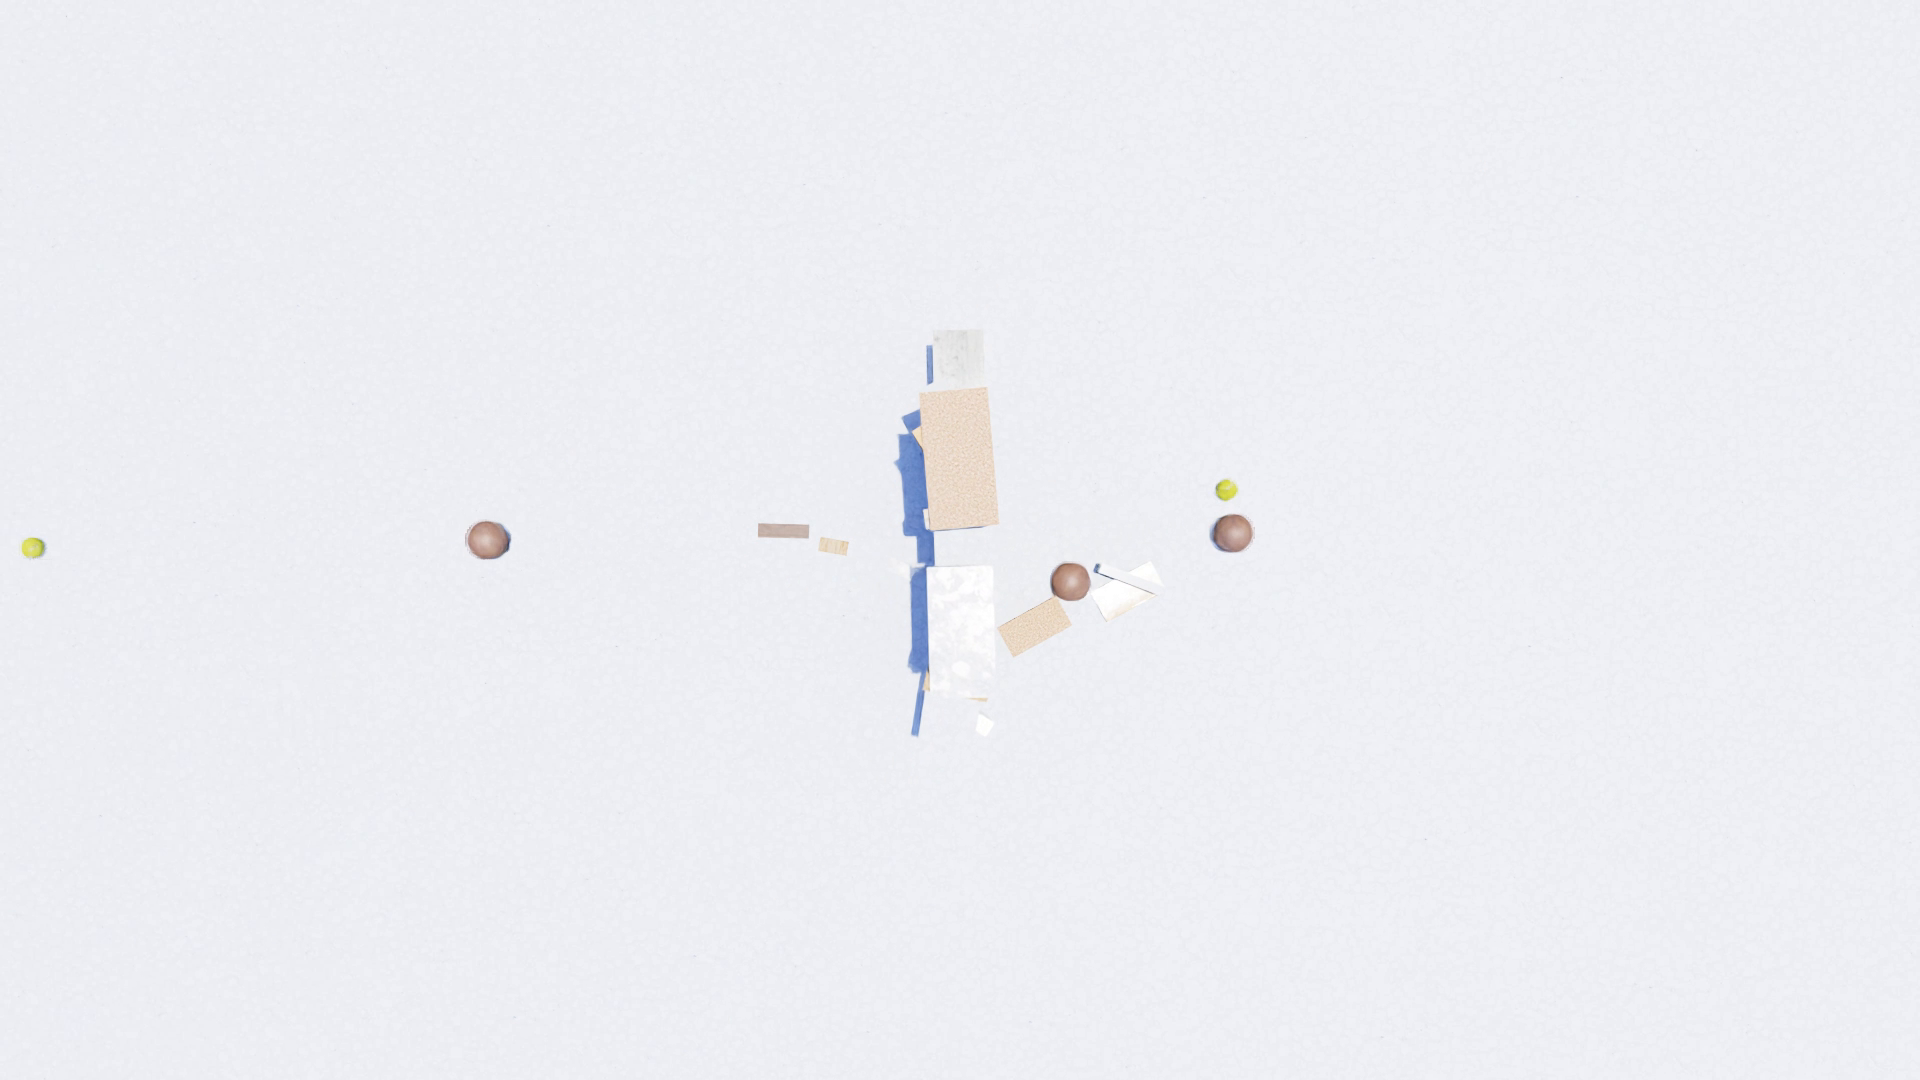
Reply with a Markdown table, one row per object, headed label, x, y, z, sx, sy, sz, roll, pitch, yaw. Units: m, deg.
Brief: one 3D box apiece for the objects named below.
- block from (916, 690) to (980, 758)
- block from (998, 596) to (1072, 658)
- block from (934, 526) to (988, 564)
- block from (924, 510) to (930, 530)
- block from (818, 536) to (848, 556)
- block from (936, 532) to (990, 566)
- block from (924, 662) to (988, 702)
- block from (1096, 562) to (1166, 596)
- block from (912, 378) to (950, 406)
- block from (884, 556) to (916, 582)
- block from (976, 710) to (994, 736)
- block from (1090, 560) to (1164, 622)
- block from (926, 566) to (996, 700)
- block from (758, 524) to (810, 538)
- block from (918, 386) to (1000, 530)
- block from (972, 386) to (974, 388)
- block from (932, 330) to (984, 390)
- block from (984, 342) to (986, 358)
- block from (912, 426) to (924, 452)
| label | x | y | z | sx | sy | sz | roll | pitch | yaw |
| --- | --- | --- | --- | --- | --- | --- | --- | --- | --- |
| block | -0.022 | 0.493 | 5.126 | 0.174 | 0.049 | 0.347 | 9 | 90 | 0 |
| block | 0.248 | 0.288 | 5.484 | 0.223 | 0.032 | 0.112 | -29 | 90 | 0 |
| block | 0.000 | -0.079 | 4.558 | 0.145 | 0.041 | 0.291 | -2 | 90 | 0 |
| block | -0.004 | -0.065 | 4.363 | 0.174 | 0.347 | 0.049 | -9 | 90 | 0 |
| block | -0.422 | 0.021 | 5.493 | 0.095 | 0.014 | 0.048 | 10 | 90 | 0 |
| block | 0.008 | 0.136 | 4.892 | 0.162 | 0.046 | 0.323 | 0 | 90 | 0 |
| block | -0.006 | 0.392 | 4.806 | 0.178 | 0.591 | 0.050 | 11 | 92 | 0 |
| block | 0.562 | 0.130 | 5.413 | 0.223 | 0.112 | 0.032 | 21 | 90 | 0 |
| block | -0.044 | -0.349 | 4.701 | 0.102 | 0.029 | 0.204 | -26 | 90 | 0 |
| block | -0.197 | 0.095 | 5.493 | 0.095 | 0.014 | 0.048 | 25 | 90 | 0 |
| block | 0.016 | 0.554 | 5.325 | 0.174 | 0.347 | 0.049 | 32 | 88 | 0 |
| block | 0.560 | 0.171 | 5.484 | 0.223 | 0.032 | 0.112 | -28 | 90 | 0 |
| block | 0.004 | 0.250 | 4.486 | 0.178 | 0.050 | 0.356 | -2 | 90 | 0 |
| block | -0.587 | -0.030 | 5.493 | 0.170 | 0.014 | 0.048 | 1 | 90 | 0 |
| block | -0.002 | -0.204 | 4.165 | 0.174 | 0.049 | 0.347 | -5 | 90 | 0 |
| block | 0.016 | -0.391 | 4.927 | 0.029 | 0.422 | 0.102 | 34 | 90 | 0 |
| block | -0.003 | -0.497 | 5.161 | 0.158 | 0.045 | 0.317 | -1 | 90 | 0 |
| block | 0.000 | -0.599 | 5.341 | 0.158 | 0.317 | 0.045 | 0 | 91 | 0 |
| block | -0.036 | -0.302 | 4.438 | 0.174 | 0.497 | 0.049 | -32 | 90 | 0 |
